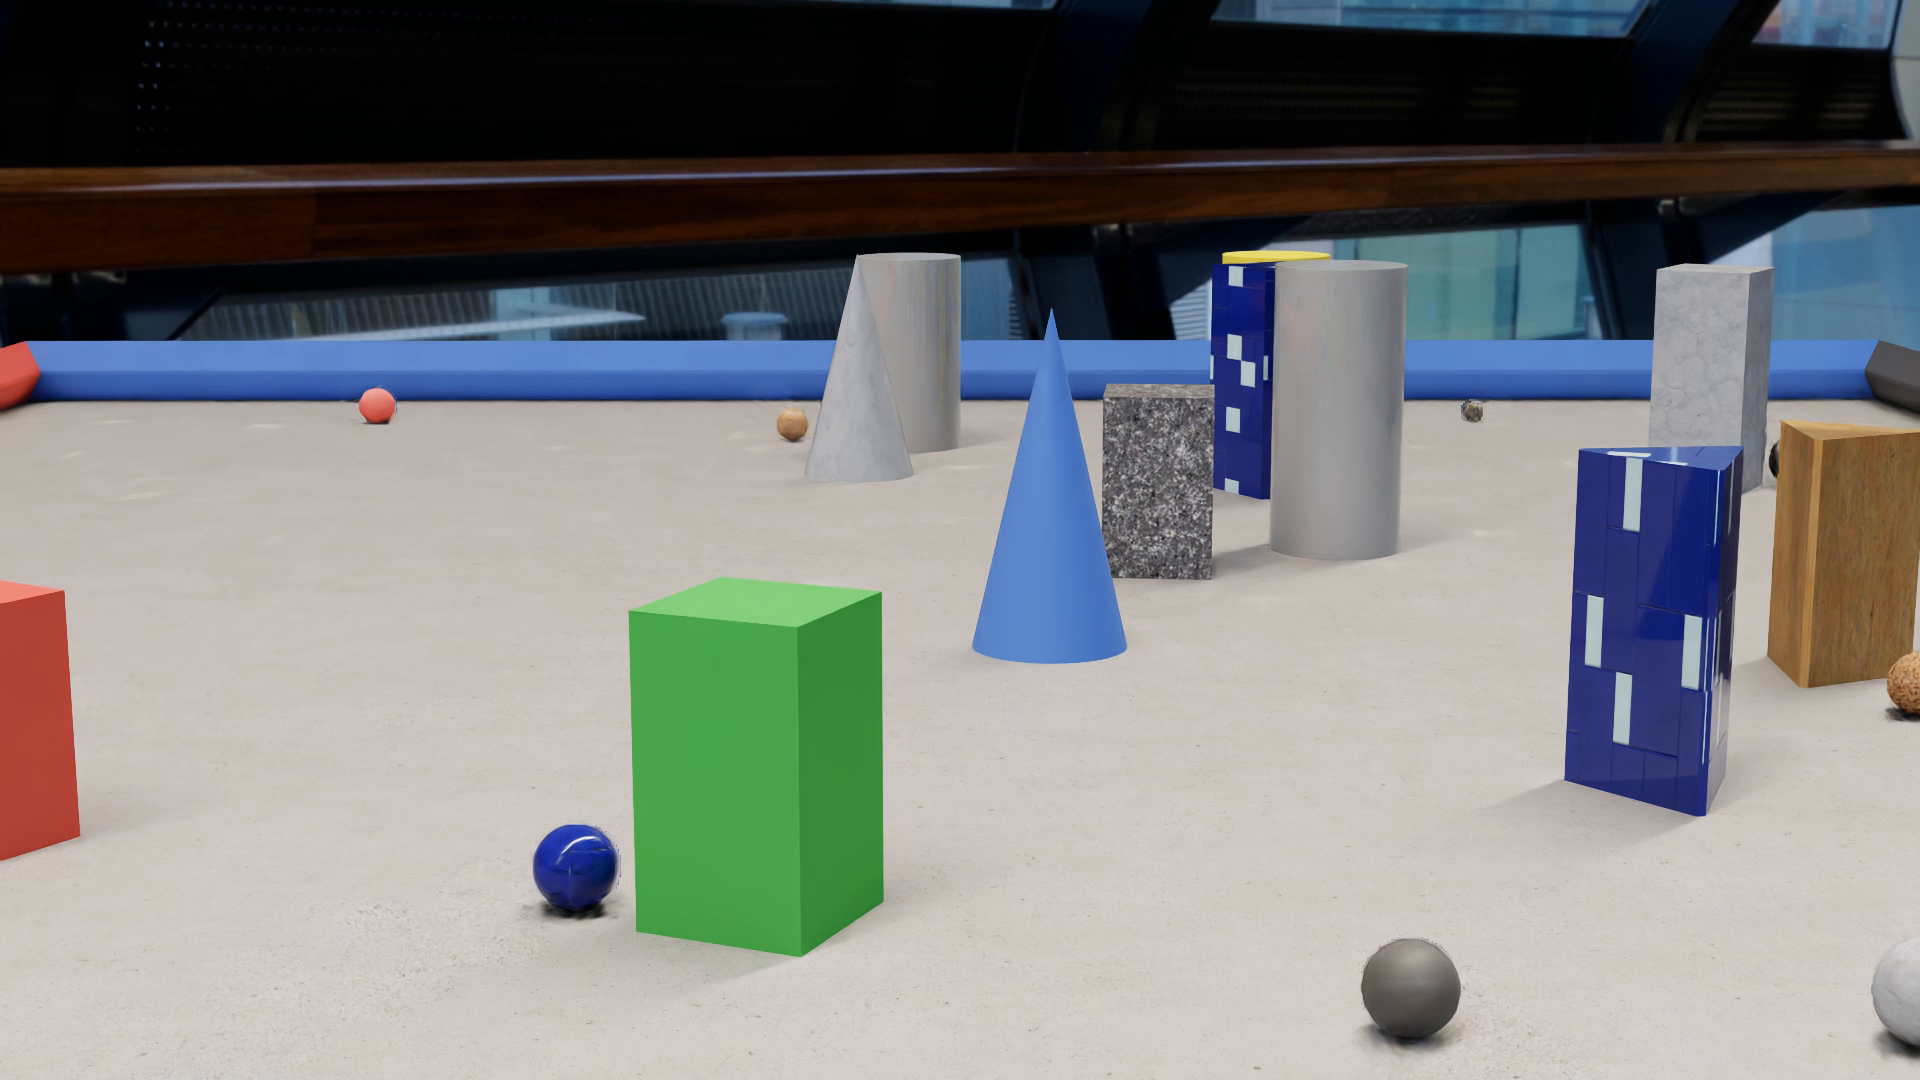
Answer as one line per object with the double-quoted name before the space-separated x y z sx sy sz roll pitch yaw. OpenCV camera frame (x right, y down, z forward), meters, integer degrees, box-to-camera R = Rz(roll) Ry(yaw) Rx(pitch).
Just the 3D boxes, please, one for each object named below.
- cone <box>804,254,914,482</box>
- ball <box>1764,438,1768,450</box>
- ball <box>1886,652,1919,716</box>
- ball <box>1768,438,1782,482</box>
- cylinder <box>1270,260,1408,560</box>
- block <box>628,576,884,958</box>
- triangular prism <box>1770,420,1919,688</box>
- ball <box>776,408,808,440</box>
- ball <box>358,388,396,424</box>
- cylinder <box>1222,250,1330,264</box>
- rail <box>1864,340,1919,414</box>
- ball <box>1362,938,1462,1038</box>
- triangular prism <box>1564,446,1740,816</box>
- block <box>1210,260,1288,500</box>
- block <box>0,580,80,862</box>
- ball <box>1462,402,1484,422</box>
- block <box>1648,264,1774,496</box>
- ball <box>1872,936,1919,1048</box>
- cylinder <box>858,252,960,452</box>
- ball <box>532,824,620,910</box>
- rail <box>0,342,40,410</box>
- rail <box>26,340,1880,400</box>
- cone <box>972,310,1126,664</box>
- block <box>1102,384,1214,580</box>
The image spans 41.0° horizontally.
"cone" -0.182 -0.314 4.589 0.197 0.398 0.197 0 10 0
"ball" 1.437 -0.183 4.719 0.092 0.092 0.092 0 10 0
"ball" 1.087 0.163 2.907 0.071 0.071 0.071 0 10 0
"ball" 1.459 -0.138 4.470 0.095 0.095 0.095 0 10 0
"cylinder" 0.571 -0.200 3.879 0.197 0.432 0.197 0 10 0
"block" -0.171 0.189 2.198 0.158 0.279 0.158 5 11 24
"triangular prism" 1.044 0.010 3.114 0.171 0.297 0.148 -5 12 -25
"ball" -0.329 -0.227 5.036 0.063 0.063 0.063 0 10 0
"ball" -1.200 -0.277 5.282 0.073 0.073 0.073 0 10 0
"cylinder" 0.583 -0.339 4.766 0.197 0.382 0.197 0 10 0
"rail" 2.016 0.031 3.460 0.045 0.128 4.483 0 10 0
"ball" 0.342 0.340 1.945 0.075 0.075 0.075 0 10 0
"triangular prism" 0.735 0.082 2.598 0.148 0.344 0.171 -8 13 -36
"block" 0.542 -0.279 4.424 0.158 0.388 0.158 -6 12 -28
"block" -0.950 0.170 2.406 0.158 0.240 0.158 6 12 31
"ball" 1.059 -0.264 5.293 0.043 0.043 0.043 0 10 0
"block" 1.303 -0.281 4.454 0.158 0.381 0.158 7 12 32
"ball" 0.728 0.339 1.921 0.085 0.085 0.085 0 10 0
"cylinder" -0.097 -0.363 4.941 0.197 0.365 0.197 0 10 0
"ball" -0.335 0.285 2.238 0.075 0.075 0.075 0 10 0
"rail" -2.016 0.035 3.437 0.045 0.128 4.483 0 10 0
"rail" -0.013 -0.371 5.630 4.079 0.128 0.045 0 10 0
"cone" 0.114 -0.077 3.219 0.197 0.431 0.197 0 10 0
"block" 0.289 -0.087 3.737 0.158 0.262 0.158 1 11 5
